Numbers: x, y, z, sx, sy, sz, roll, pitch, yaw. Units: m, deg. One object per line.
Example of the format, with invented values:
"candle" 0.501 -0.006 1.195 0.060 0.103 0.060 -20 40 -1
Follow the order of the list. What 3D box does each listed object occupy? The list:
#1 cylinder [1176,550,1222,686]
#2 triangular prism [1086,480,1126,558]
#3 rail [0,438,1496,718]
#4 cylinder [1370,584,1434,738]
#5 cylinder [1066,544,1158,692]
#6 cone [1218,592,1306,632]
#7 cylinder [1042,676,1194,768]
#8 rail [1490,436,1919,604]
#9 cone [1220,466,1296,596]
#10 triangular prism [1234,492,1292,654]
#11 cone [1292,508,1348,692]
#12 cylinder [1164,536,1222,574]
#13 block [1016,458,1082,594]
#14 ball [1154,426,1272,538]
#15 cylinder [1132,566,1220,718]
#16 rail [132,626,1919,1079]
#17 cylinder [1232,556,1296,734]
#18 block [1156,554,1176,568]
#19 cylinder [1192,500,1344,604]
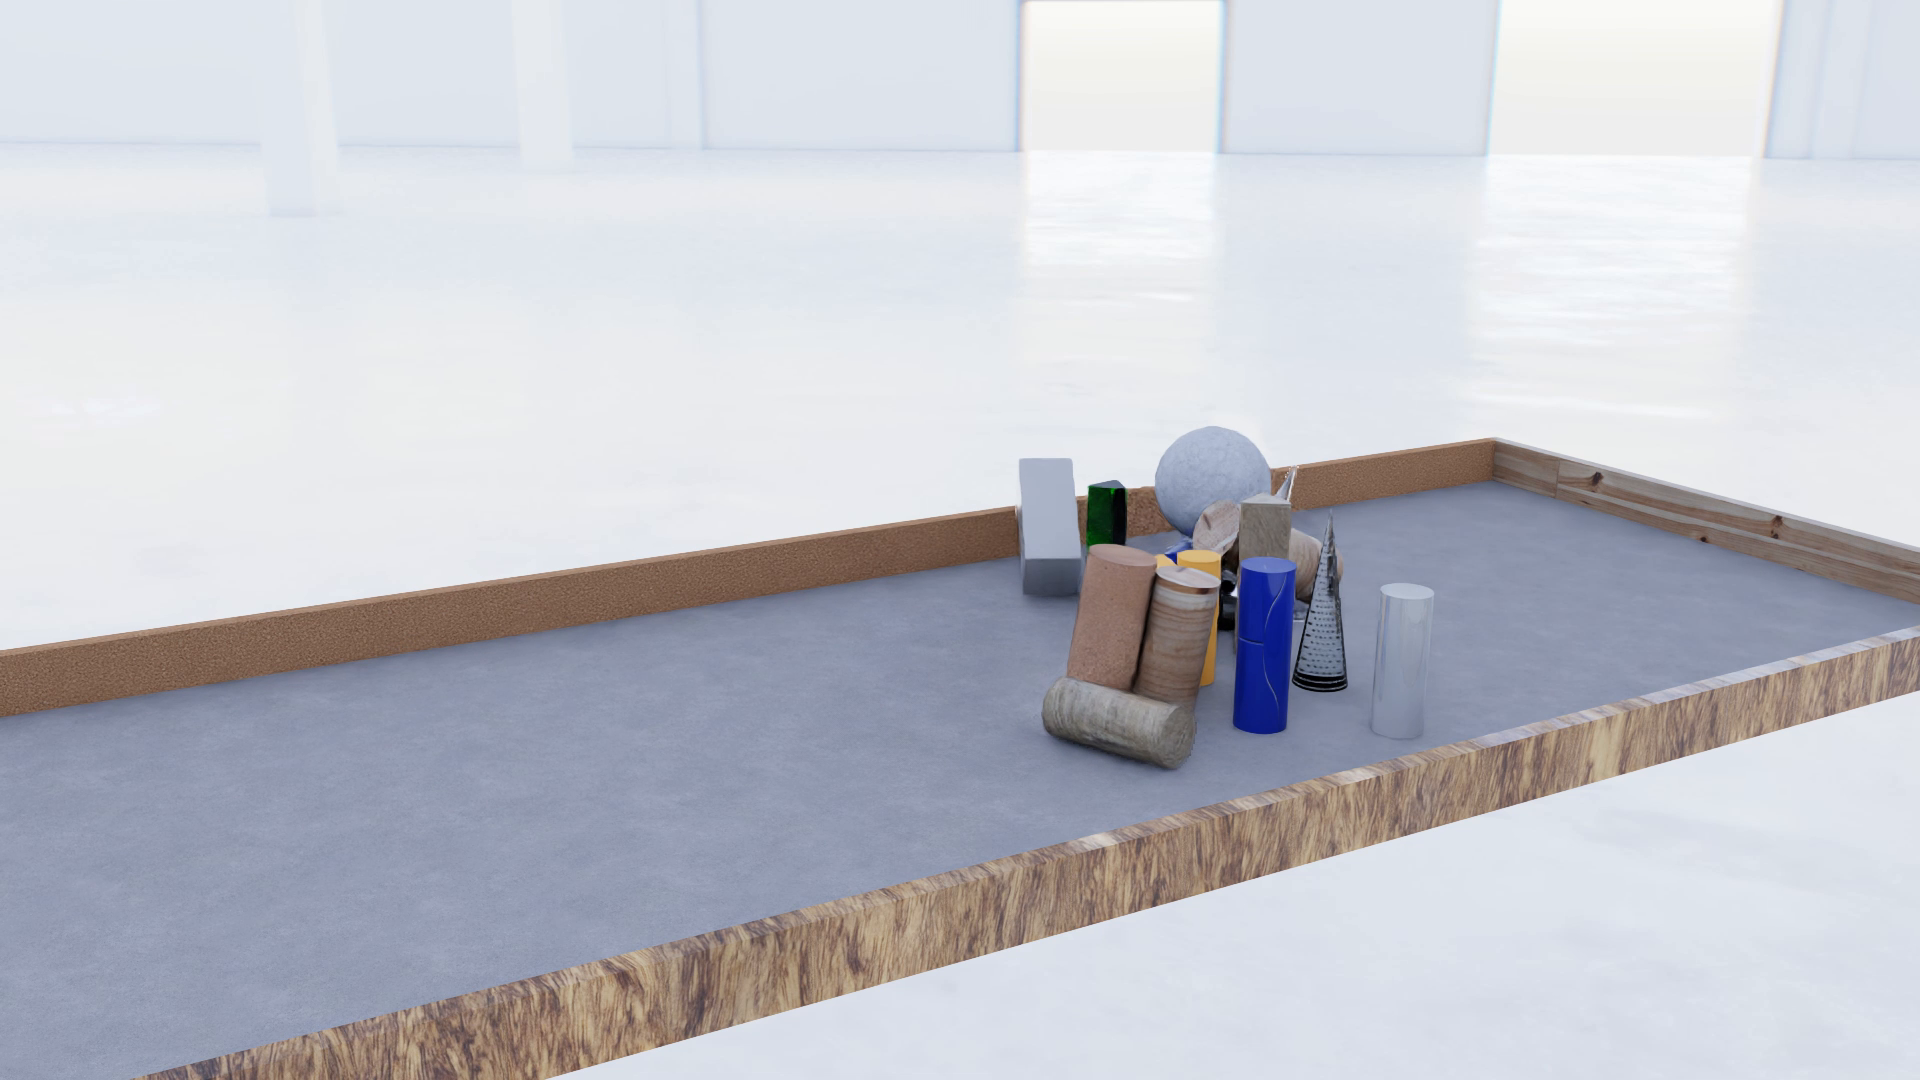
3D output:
"cylinder" 0.589 0.194 4.120 0.109 0.322 0.109 1 16 0
"triangular prism" 0.441 -0.014 4.843 0.116 0.315 0.101 6 17 19
"rail" -3.305 0.497 3.399 12.000 0.150 0.050 -9 18 -27
"cylinder" 1.020 0.278 3.809 0.119 0.337 0.119 0 16 0
"cylinder" 0.350 0.219 3.886 0.163 0.388 0.163 8 16 -2
"cone" 0.863 0.207 4.551 0.363 0.111 0.111 4 15 -18
"cylinder" 0.353 0.407 3.709 0.320 0.139 0.139 12 20 39
"rail" 2.466 -0.048 5.253 0.050 0.150 2.100 -9 18 -27
"cone" 0.882 -0.033 4.705 0.161 0.431 0.161 24 -16 7
"triangular prism" 0.789 0.088 4.326 0.125 0.411 0.108 2 16 5
"cone" 0.903 0.138 4.076 0.138 0.456 0.138 0 16 0
"cylinder" 0.684 0.072 4.791 0.172 0.172 0.409 7 17 23
"block" 0.260 -0.042 4.881 0.161 0.161 0.395 0 49 -2
"ball" 0.720 -0.158 4.696 0.330 0.330 0.330 0 16 0
"cylinder" 0.505 0.246 3.879 0.153 0.340 0.153 8 17 -2
"rail" -2.336 1.006 1.665 12.000 0.150 0.050 -9 18 -27
"cylinder" 0.706 0.245 3.828 0.126 0.392 0.126 0 16 0
"block" 0.446 0.212 4.098 0.178 0.303 0.178 -3 17 -10
"cylinder" 0.842 0.036 4.498 0.402 0.176 0.176 21 4 -31
